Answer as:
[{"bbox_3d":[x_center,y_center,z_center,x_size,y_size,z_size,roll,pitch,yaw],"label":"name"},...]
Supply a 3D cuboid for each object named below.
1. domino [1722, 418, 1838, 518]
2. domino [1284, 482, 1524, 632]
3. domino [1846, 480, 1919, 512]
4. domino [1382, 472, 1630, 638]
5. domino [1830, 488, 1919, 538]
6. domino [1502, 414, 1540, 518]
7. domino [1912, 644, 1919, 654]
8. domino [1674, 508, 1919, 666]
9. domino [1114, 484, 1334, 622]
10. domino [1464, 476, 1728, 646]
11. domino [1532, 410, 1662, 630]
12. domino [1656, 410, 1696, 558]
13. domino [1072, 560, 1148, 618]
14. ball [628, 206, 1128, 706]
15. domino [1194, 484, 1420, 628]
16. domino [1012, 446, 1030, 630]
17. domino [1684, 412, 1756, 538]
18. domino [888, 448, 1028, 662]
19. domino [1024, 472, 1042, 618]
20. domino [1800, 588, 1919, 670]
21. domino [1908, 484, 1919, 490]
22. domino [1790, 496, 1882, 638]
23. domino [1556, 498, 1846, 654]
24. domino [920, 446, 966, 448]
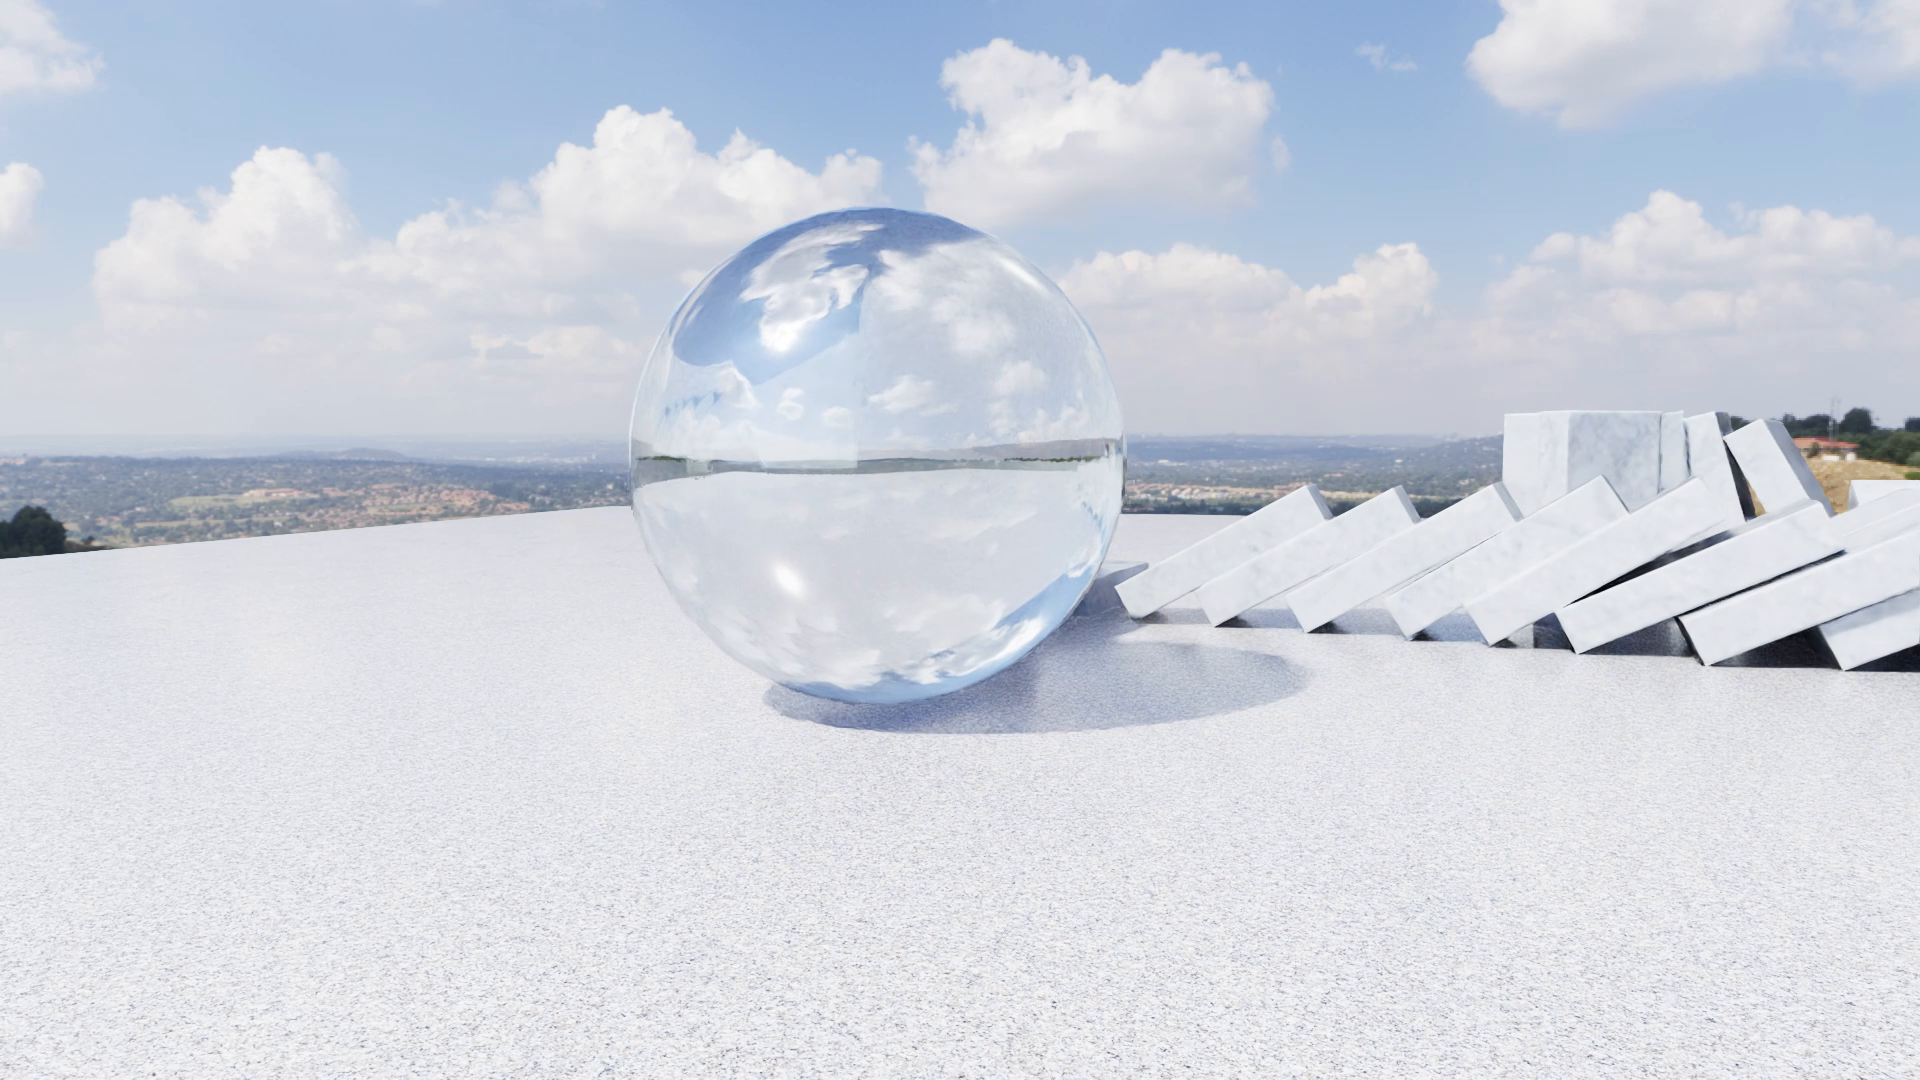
[{"bbox_3d":[0.214,-0.006,0.326,0.025,0.050,0.010,-3,-24,-47],"label":"domino"},{"bbox_3d":[0.100,0.004,0.289,0.050,0.009,0.025,-33,-11,26],"label":"domino"},{"bbox_3d":[0.239,0.002,0.317,0.025,0.009,0.050,2,34,23],"label":"domino"},{"bbox_3d":[0.118,0.003,0.278,0.050,0.009,0.025,-35,-12,25],"label":"domino"},{"bbox_3d":[0.180,0.005,0.272,0.050,0.010,0.025,-27,-5,18],"label":"domino"},{"bbox_3d":[0.149,-0.006,0.320,0.025,0.050,0.010,3,5,33],"label":"domino"},{"bbox_3d":[0.212,0.008,0.245,0.050,0.009,0.025,-28,2,7],"label":"domino"},{"bbox_3d":[0.166,0.008,0.248,0.050,0.009,0.025,-27,-7,22],"label":"domino"},{"bbox_3d":[0.064,0.003,0.308,0.050,0.010,0.025,-30,-7,19],"label":"domino"},{"bbox_3d":[0.133,0.004,0.269,0.050,0.010,0.025,-35,-12,25],"label":"domino"},{"bbox_3d":[0.148,-0.005,0.298,0.025,0.050,0.009,-1,4,-13],"label":"domino"},{"bbox_3d":[0.183,-0.008,0.341,0.009,0.050,0.025,-8,4,3],"label":"domino"},{"bbox_3d":[0.031,0.012,0.342,0.025,0.009,0.050,2,5,25],"label":"domino"},{"bbox_3d":[-0.013,-0.013,0.209,0.080,0.080,0.080,0,4,0],"label":"ball"},{"bbox_3d":[0.082,0.004,0.300,0.050,0.009,0.025,-30,-8,22],"label":"domino"},{"bbox_3d":[0.003,-0.001,0.307,0.025,0.009,0.050,0,48,6],"label":"domino"},{"bbox_3d":[0.201,-0.008,0.336,0.009,0.050,0.025,-16,-7,37],"label":"domino"},{"bbox_3d":[0.001,0.002,0.266,0.025,0.009,0.050,0,48,6],"label":"domino"},{"bbox_3d":[0.007,0.001,0.325,0.025,0.009,0.050,-3,35,3],"label":"domino"},{"bbox_3d":[0.189,0.008,0.243,0.050,0.010,0.025,-28,-5,21],"label":"domino"},{"bbox_3d":[0.234,0.004,0.296,0.025,0.009,0.050,3,34,35],"label":"domino"},{"bbox_3d":[0.204,0.006,0.287,0.050,0.009,0.025,-29,15,-20],"label":"domino"},{"bbox_3d":[0.148,0.007,0.260,0.050,0.009,0.025,-29,-9,26],"label":"domino"},{"bbox_3d":[0.001,0.000,0.293,0.025,0.009,0.050,1,48,6],"label":"domino"}]
